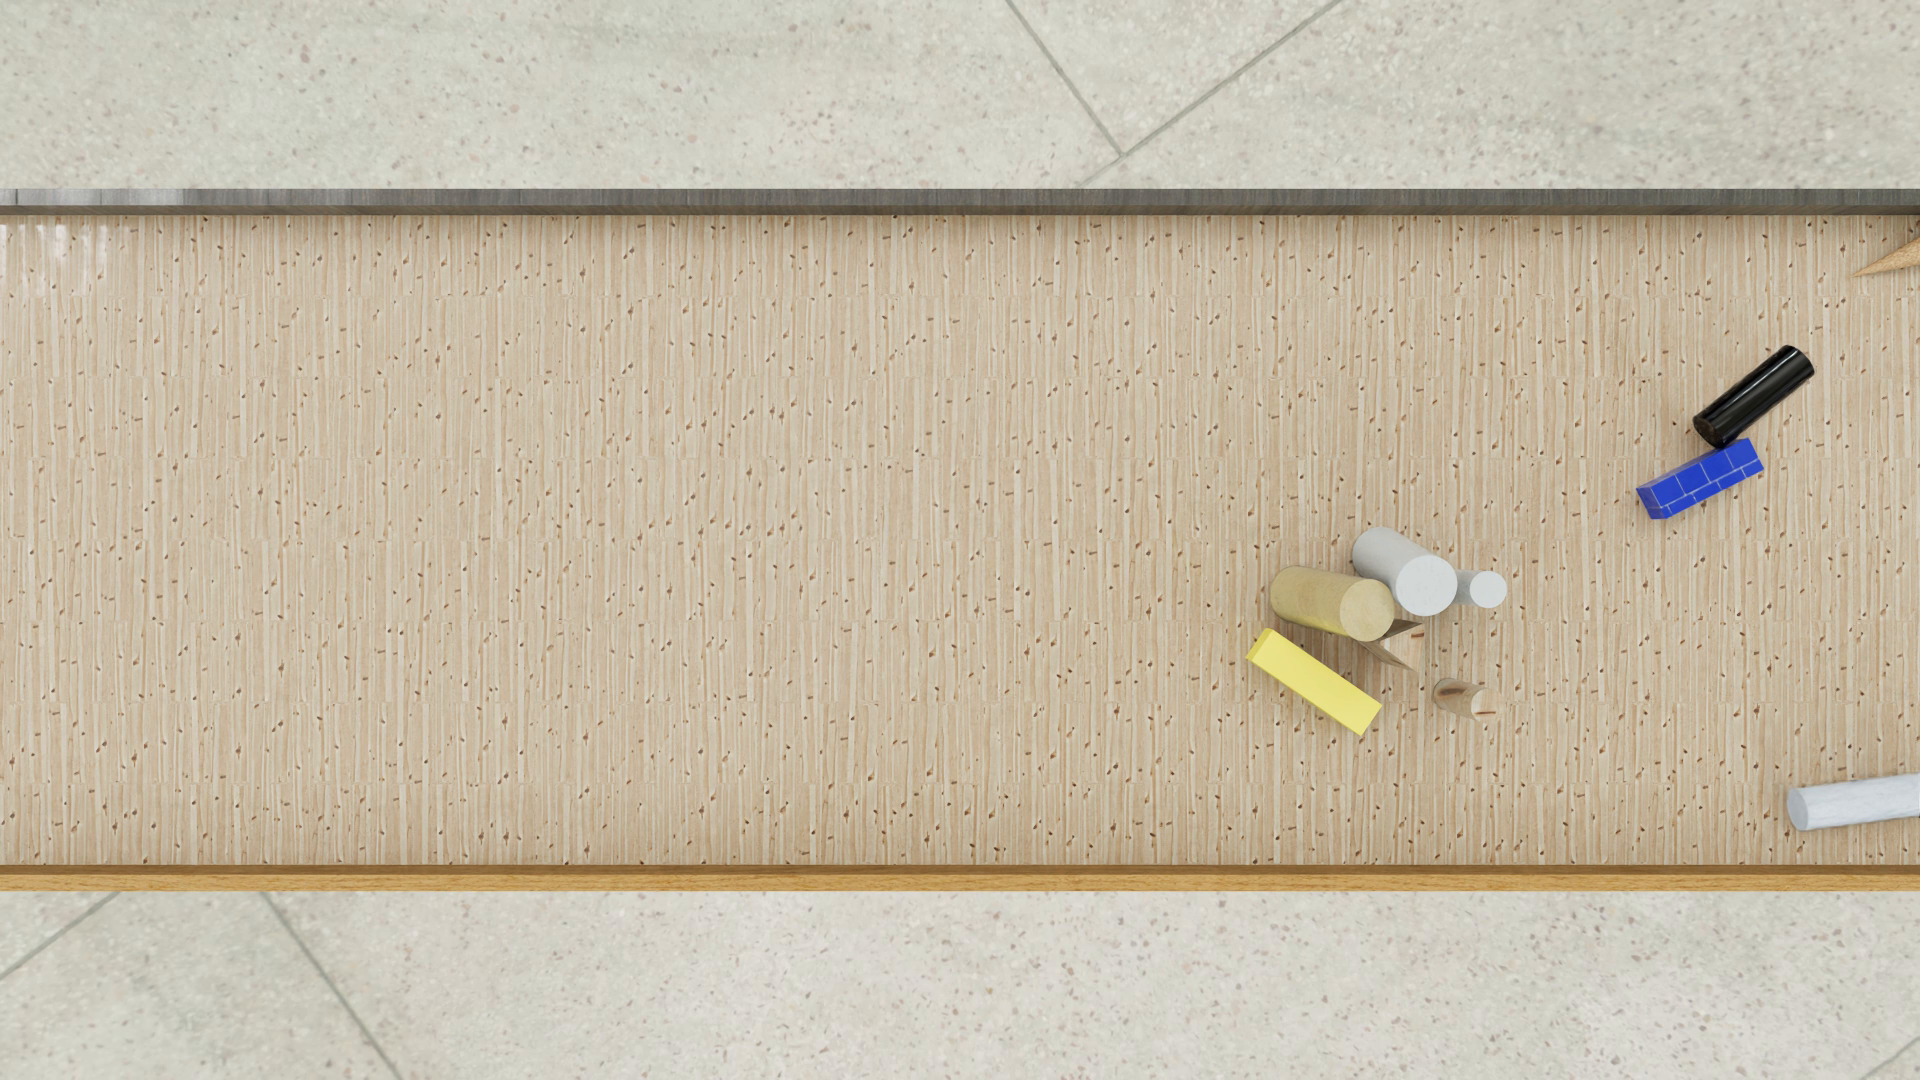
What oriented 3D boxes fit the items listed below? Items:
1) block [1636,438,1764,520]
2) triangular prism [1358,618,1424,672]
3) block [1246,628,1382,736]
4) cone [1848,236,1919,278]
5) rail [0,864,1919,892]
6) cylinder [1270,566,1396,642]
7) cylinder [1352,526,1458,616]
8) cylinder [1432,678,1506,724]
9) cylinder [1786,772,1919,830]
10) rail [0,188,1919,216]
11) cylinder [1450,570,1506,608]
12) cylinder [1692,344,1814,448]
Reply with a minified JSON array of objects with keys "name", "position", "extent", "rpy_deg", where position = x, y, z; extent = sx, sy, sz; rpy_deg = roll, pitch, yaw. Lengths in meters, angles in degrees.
[{"name":"block","position":[2.252,-0.186,5.023],"extent":[0.333,0.107,0.107],"rpy_deg":[-27,90,0]},{"name":"triangular prism","position":[1.293,0.289,4.899],"extent":[0.139,0.355,0.121],"rpy_deg":[37,90,0]},{"name":"block","position":[1.074,0.430,5.020],"extent":[0.400,0.112,0.112],"rpy_deg":[35,90,0]},{"name":"cone","position":[2.899,-0.870,5.043],"extent":[0.370,0.137,0.137],"rpy_deg":[-20,90,10]},{"name":"rail","position":[-2.247,1.025,5.001],"extent":[12.000,0.150,0.050],"rpy_deg":[0,90,0]},{"name":"cylinder","position":[1.088,0.182,4.849],"extent":[0.178,0.420,0.178],"rpy_deg":[-1,95,-17]},{"name":"cylinder","position":[1.297,0.086,4.836],"extent":[0.174,0.456,0.174],"rpy_deg":[0,101,-2]},{"name":"cylinder","position":[1.505,0.474,4.888],"extent":[0.101,0.378,0.101],"rpy_deg":[0,90,0]},{"name":"cylinder","position":[2.765,0.790,5.012],"extent":[0.444,0.127,0.127],"rpy_deg":[-7,90,0]},{"name":"rail","position":[-2.247,-1.025,5.002],"extent":[12.000,0.150,0.050],"rpy_deg":[0,90,0]},{"name":"cylinder","position":[1.508,0.141,4.893],"extent":[0.106,0.368,0.106],"rpy_deg":[0,90,0]},{"name":"cylinder","position":[2.411,-0.435,5.013],"extent":[0.348,0.127,0.127],"rpy_deg":[-39,90,0]}]
